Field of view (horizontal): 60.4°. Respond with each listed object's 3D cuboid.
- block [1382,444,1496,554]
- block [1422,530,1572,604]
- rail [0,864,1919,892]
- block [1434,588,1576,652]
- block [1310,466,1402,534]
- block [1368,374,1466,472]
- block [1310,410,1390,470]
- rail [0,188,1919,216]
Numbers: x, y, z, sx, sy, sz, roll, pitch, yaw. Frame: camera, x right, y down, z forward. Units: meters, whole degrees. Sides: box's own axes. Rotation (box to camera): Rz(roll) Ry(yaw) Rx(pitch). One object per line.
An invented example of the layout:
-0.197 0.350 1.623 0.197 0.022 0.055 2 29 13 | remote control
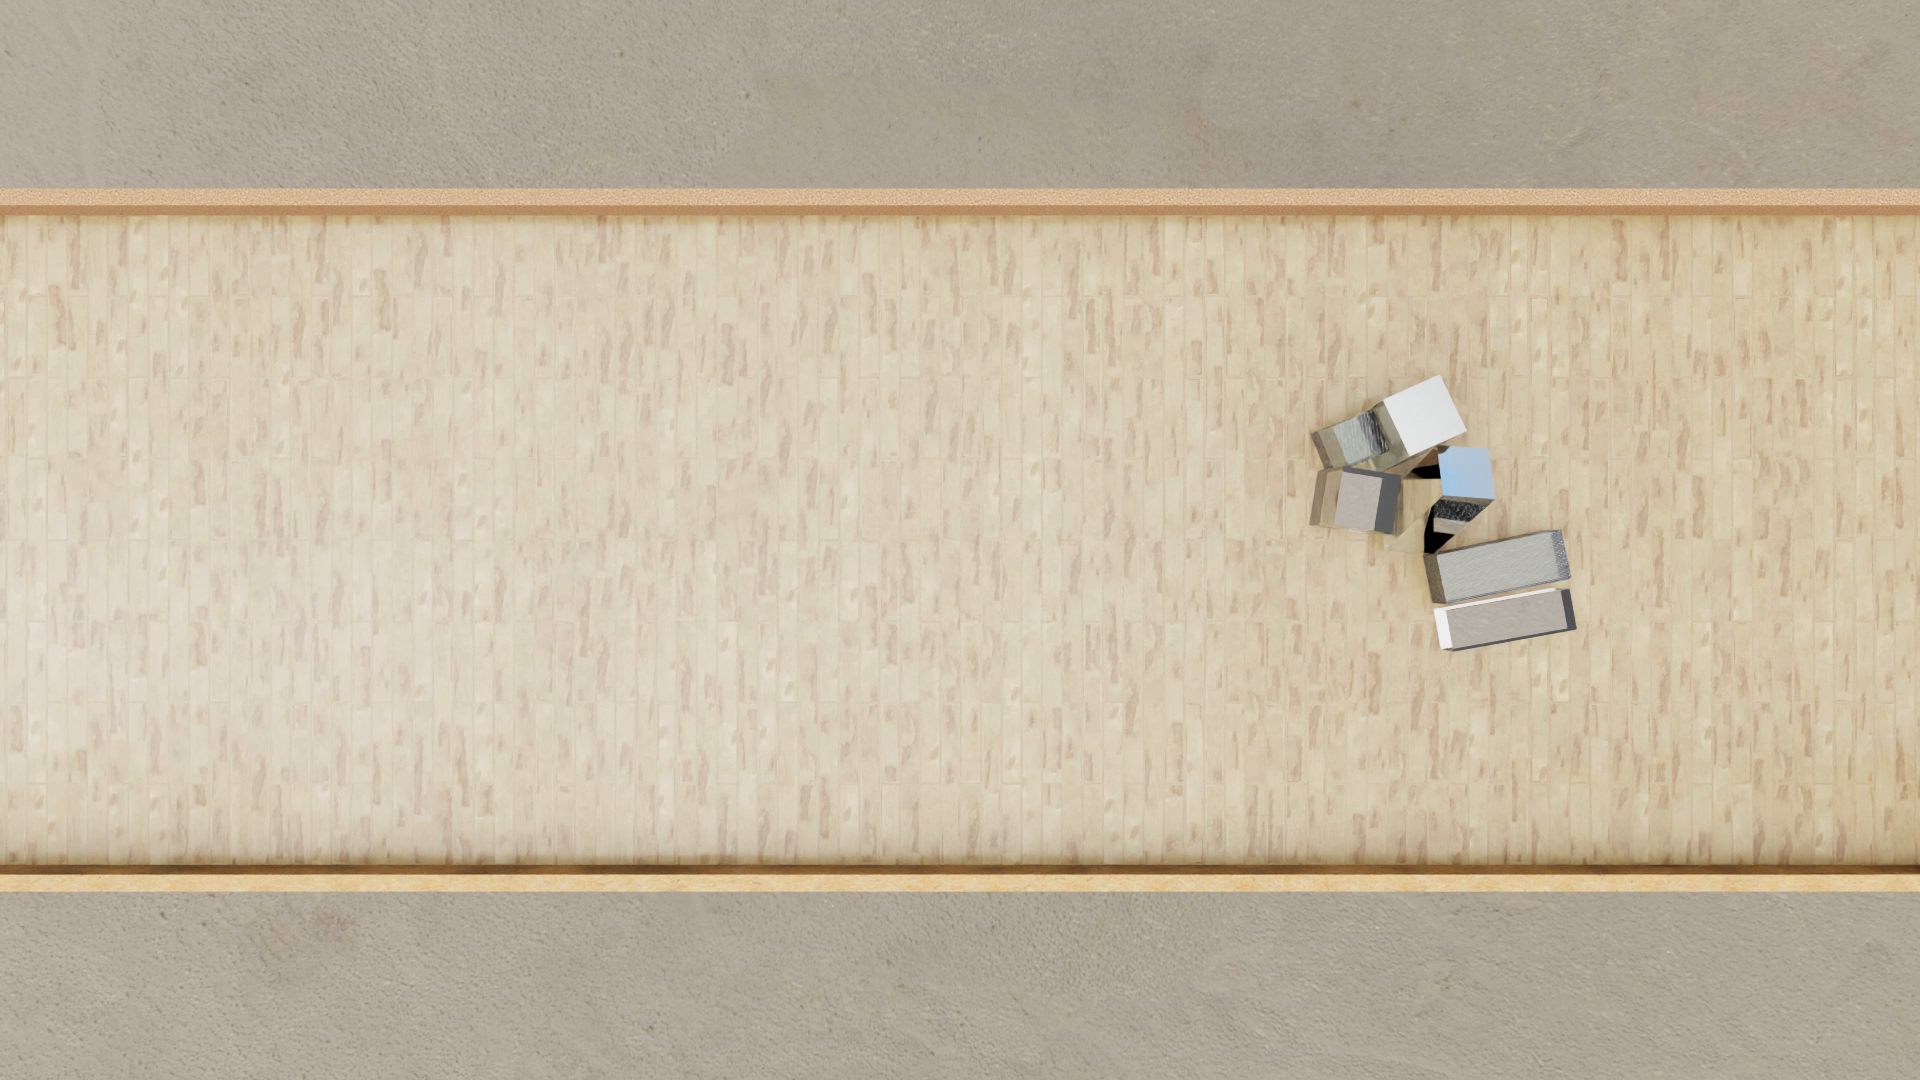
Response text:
1.397 -0.115 4.849 0.158 0.407 0.158 4 67 -9 | block
1.625 0.081 5.001 0.381 0.151 0.151 -12 90 0 | block
-2.247 1.025 5.001 12.000 0.150 0.050 0 90 0 | rail
1.655 0.241 5.014 0.378 0.125 0.125 -10 90 0 | block
1.172 -0.116 4.908 0.170 0.337 0.170 9 90 0 | block
1.313 -0.332 4.853 0.176 0.430 0.176 -24 85 -1 | block
1.161 -0.292 4.924 0.127 0.305 0.127 -22 90 0 | block
-2.247 -1.025 5.002 12.000 0.150 0.050 0 90 0 | rail
